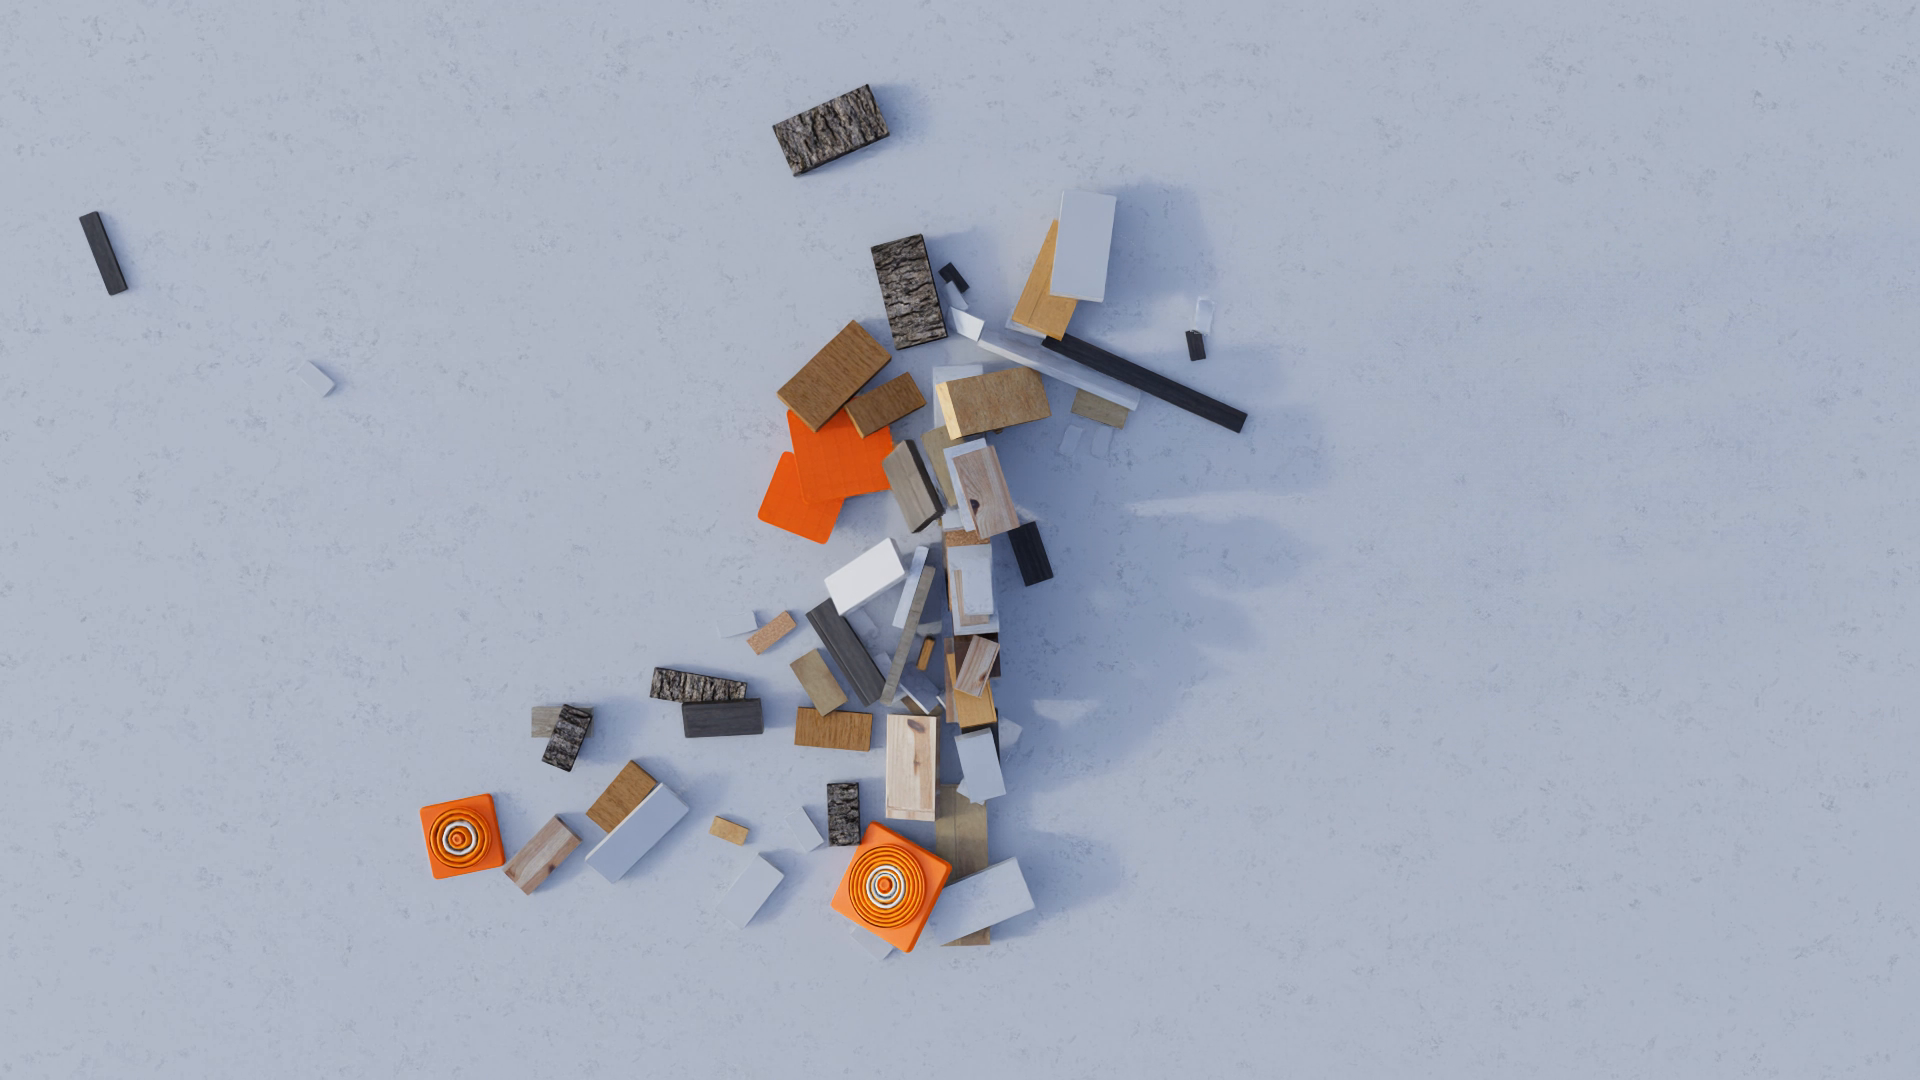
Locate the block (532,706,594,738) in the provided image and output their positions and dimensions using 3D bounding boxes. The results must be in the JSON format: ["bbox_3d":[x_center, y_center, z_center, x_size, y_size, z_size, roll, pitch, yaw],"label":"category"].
[{"bbox_3d":[-1.322,0.606,5.486,0.200,0.028,0.100,0,90,0],"label":"block"}]

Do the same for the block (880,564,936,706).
[{"bbox_3d":[-0.171,0.313,5.385,0.039,0.138,0.457,18,78,0],"label":"block"}]

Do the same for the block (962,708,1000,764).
[{"bbox_3d":[0.067,0.660,5.367,0.120,0.034,0.239,-3,115,-1],"label":"block"}]

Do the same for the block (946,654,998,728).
[{"bbox_3d":[0.037,0.477,5.304,0.120,0.034,0.239,-10,76,-2],"label":"block"}]

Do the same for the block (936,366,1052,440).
[{"bbox_3d":[0.113,-0.449,5.334,0.430,0.051,0.179,-16,90,-43],"label":"block"}]

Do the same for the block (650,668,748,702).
[{"bbox_3d":[-0.870,0.499,5.486,0.310,0.028,0.100,10,90,0],"label":"block"}]

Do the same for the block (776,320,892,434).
[{"bbox_3d":[-0.414,-0.539,5.433,0.179,0.051,0.357,44,78,3],"label":"block"}]

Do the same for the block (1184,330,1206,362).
[{"bbox_3d":[0.784,-0.649,5.493,0.051,0.014,0.102,-11,90,0],"label":"block"}]

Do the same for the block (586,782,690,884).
[{"bbox_3d":[-1.068,0.972,5.465,0.355,0.035,0.125,-44,107,0],"label":"block"}]

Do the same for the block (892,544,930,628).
[{"bbox_3d":[-0.160,0.152,5.431,0.039,0.138,0.275,18,90,0],"label":"block"}]

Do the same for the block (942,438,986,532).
[{"bbox_3d":[0.048,-0.174,5.224,0.135,0.038,0.271,-16,90,-5],"label":"block"}]

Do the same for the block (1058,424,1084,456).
[{"bbox_3d":[0.369,-0.333,5.493,0.051,0.014,0.102,23,90,0],"label":"block"}]

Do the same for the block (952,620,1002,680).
[{"bbox_3d":[0.050,0.306,5.309,0.143,0.041,0.286,-4,76,-1],"label":"block"}]

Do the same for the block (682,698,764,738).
[{"bbox_3d":[-0.785,0.590,5.462,0.260,0.033,0.115,-3,105,4],"label":"block"}]

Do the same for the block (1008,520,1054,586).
[{"bbox_3d":[0.234,0.046,5.486,0.099,0.028,0.198,-19,90,0],"label":"block"}]

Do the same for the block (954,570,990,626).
[{"bbox_3d":[0.036,0.179,5.217,0.091,0.026,0.182,-6,68,-2],"label":"block"}]

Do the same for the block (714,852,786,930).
[{"bbox_3d":[-0.697,1.168,5.484,0.115,0.033,0.230,38,90,0],"label":"block"}]

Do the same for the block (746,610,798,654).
[{"bbox_3d":[-0.627,0.309,5.491,0.165,0.018,0.063,-38,90,0],"label":"block"}]

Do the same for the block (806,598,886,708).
[{"bbox_3d":[-0.369,0.372,5.460,0.103,0.029,0.369,-34,84,7],"label":"block"}]

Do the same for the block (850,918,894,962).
[{"bbox_3d":[-0.293,1.332,5.490,0.138,0.020,0.069,42,90,0],"label":"block"}]

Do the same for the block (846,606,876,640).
[{"bbox_3d":[-0.337,0.262,5.491,0.063,0.018,0.126,-37,90,0],"label":"block"}]

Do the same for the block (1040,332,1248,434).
[{"bbox_3d":[0.613,-0.533,5.490,0.722,0.020,0.070,24,90,0],"label":"block"}]

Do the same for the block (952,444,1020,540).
[{"bbox_3d":[0.082,-0.149,5.188,0.135,0.038,0.271,-18,91,-5],"label":"block"}]

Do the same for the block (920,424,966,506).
[{"bbox_3d":[-0.023,-0.243,5.257,0.123,0.035,0.247,-23,91,-5],"label":"block"}]

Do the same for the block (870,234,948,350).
[{"bbox_3d":[-0.168,-0.821,5.464,0.174,0.049,0.348,-14,90,8],"label":"block"}]

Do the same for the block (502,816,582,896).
[{"bbox_3d":[-1.389,1.047,5.482,0.125,0.035,0.249,44,90,0],"label":"block"}]

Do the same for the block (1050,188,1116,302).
[{"bbox_3d":[0.404,-0.967,5.419,0.174,0.049,0.348,8,83,-2],"label":"block"}]

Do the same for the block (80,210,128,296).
[{"bbox_3d":[-2.852,-0.954,5.491,0.060,0.017,0.278,-21,90,0],"label":"block"}]

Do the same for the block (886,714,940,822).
[{"bbox_3d":[-0.154,0.749,5.450,0.171,0.048,0.342,1,90,19],"label":"block"}]

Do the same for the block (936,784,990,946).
[{"bbox_3d":[0.008,1.076,5.476,0.171,0.048,0.530,-2,90,0],"label":"block"}]

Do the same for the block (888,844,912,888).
[{"bbox_3d":[-0.199,1.083,5.490,0.069,0.020,0.138,7,90,0],"label":"block"}]

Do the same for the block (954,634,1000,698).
[{"bbox_3d":[0.055,0.402,5.251,0.091,0.026,0.182,20,77,5],"label":"block"}]

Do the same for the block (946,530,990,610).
[{"bbox_3d":[0.026,0.023,5.359,0.143,0.041,0.419,-3,68,-1],"label":"block"}]

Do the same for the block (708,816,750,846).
[{"bbox_3d":[-0.769,0.969,5.491,0.121,0.017,0.060,22,90,0],"label":"block"}]

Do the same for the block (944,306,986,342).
[{"bbox_3d":[0.013,-0.717,5.457,0.140,0.020,0.070,27,107,20],"label":"block"}]

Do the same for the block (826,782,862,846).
[{"bbox_3d":[-0.385,0.910,5.469,0.103,0.029,0.205,-3,84,6],"label":"block"}]

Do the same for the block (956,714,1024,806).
[{"bbox_3d":[0.099,0.726,5.455,0.099,0.028,0.288,28,79,6],"label":"block"}]
